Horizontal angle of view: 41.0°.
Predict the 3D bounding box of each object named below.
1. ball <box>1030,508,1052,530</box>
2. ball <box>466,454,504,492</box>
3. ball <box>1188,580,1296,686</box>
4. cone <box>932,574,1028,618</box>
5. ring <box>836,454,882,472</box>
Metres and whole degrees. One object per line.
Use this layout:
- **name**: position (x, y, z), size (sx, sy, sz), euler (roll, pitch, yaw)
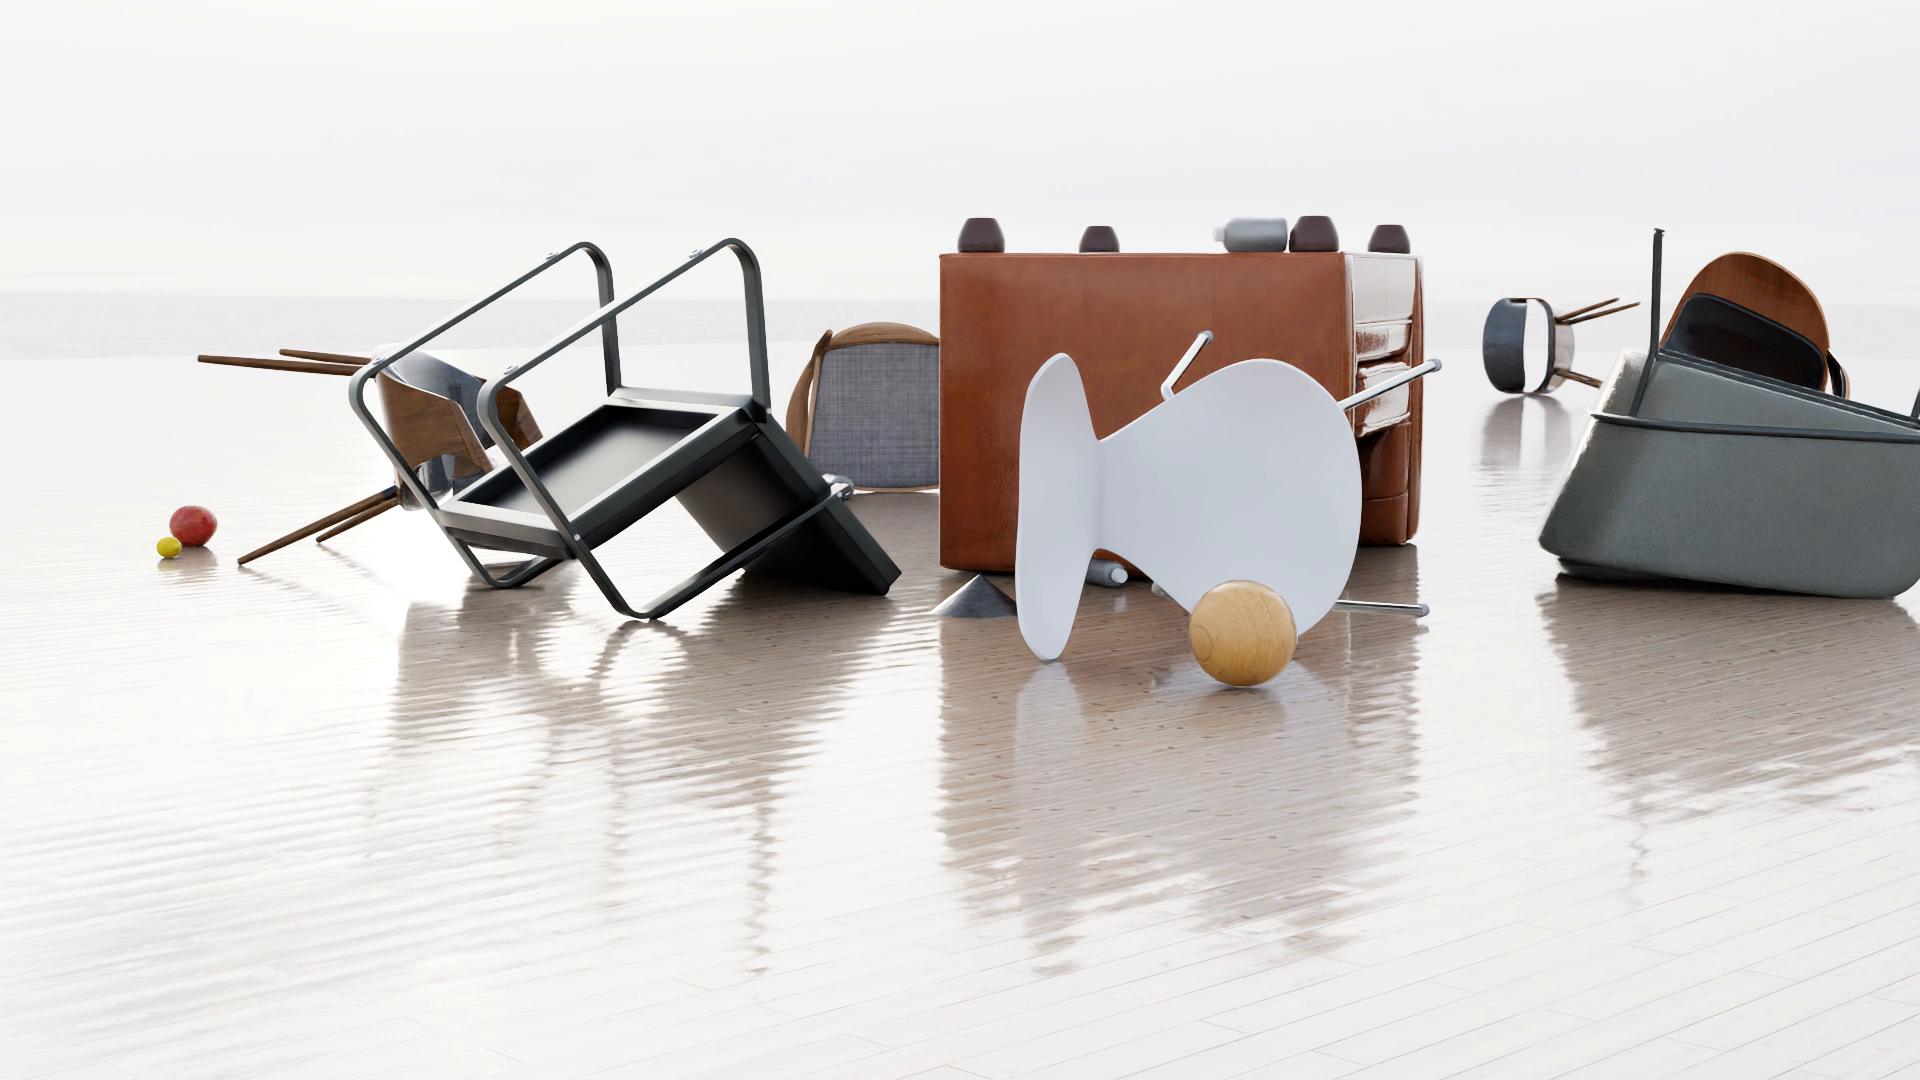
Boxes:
- **ball**: position (0.209, -0.054, 6.638), size (0.060, 0.060, 0.060), euler (0, 6, 0)
- **ball**: position (-1.447, -0.203, 7.820), size (0.115, 0.115, 0.115), euler (0, 6, 0)
- **ball**: position (0.453, 0.149, 4.126), size (0.172, 0.172, 0.172), euler (0, 6, 0)
- **cone**: position (0.039, 0.104, 5.041), size (0.190, 0.074, 0.194), euler (-1, 6, -10)
- **ring**: position (-0.340, -0.257, 8.679), size (0.142, 0.048, 0.259), euler (3, 7, 15)
